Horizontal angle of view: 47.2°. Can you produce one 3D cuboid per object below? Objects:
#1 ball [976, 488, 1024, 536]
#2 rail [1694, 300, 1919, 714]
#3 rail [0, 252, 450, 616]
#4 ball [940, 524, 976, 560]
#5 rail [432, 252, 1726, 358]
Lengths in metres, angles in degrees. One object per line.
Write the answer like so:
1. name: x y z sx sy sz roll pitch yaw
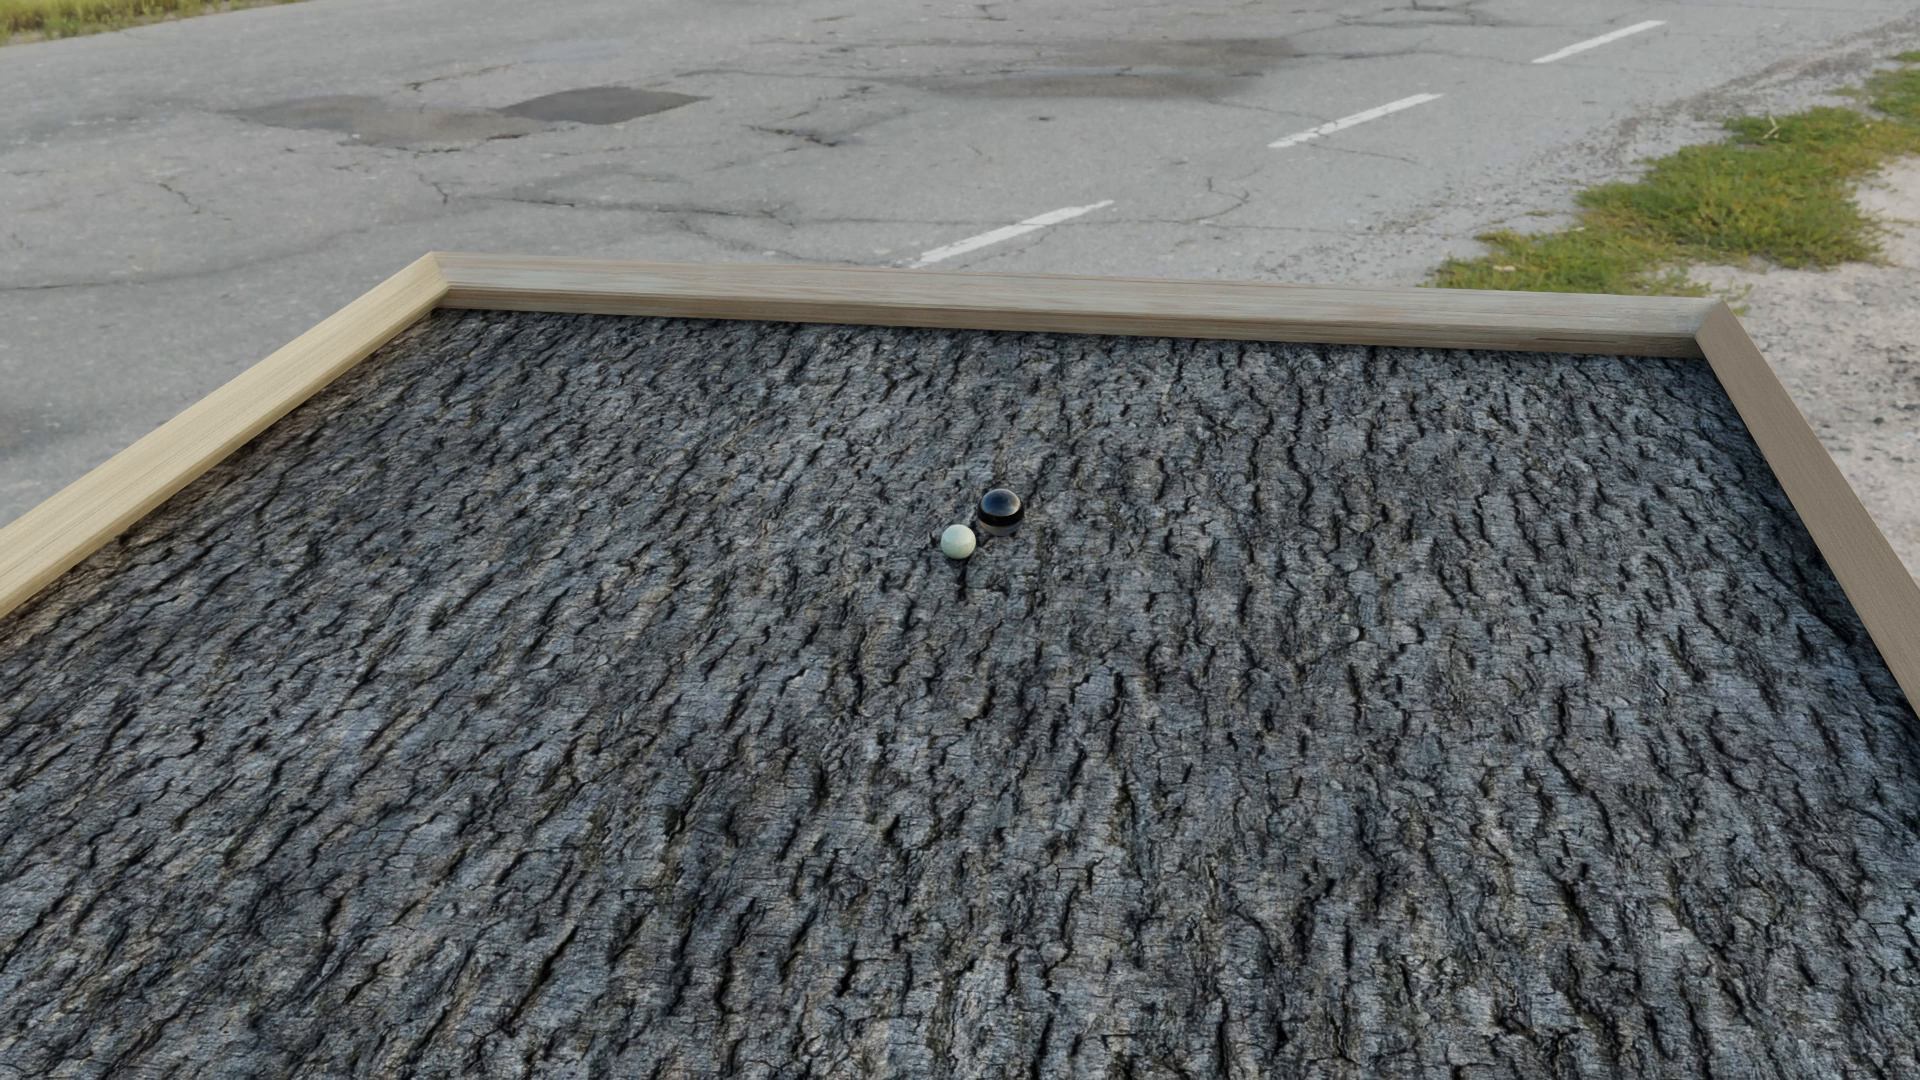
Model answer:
1. ball: 0.049 -0.033 2.634 0.058 0.058 0.058 0 21 0
2. rail: 0.839 0.384 1.514 0.045 0.093 3.922 3 21 8
3. rail: -1.125 0.279 1.784 0.045 0.093 3.922 3 21 8
4. ball: -0.002 0.002 2.566 0.041 0.041 0.041 0 21 0
5. rail: 0.140 -0.364 3.435 2.033 0.093 0.045 3 21 8
